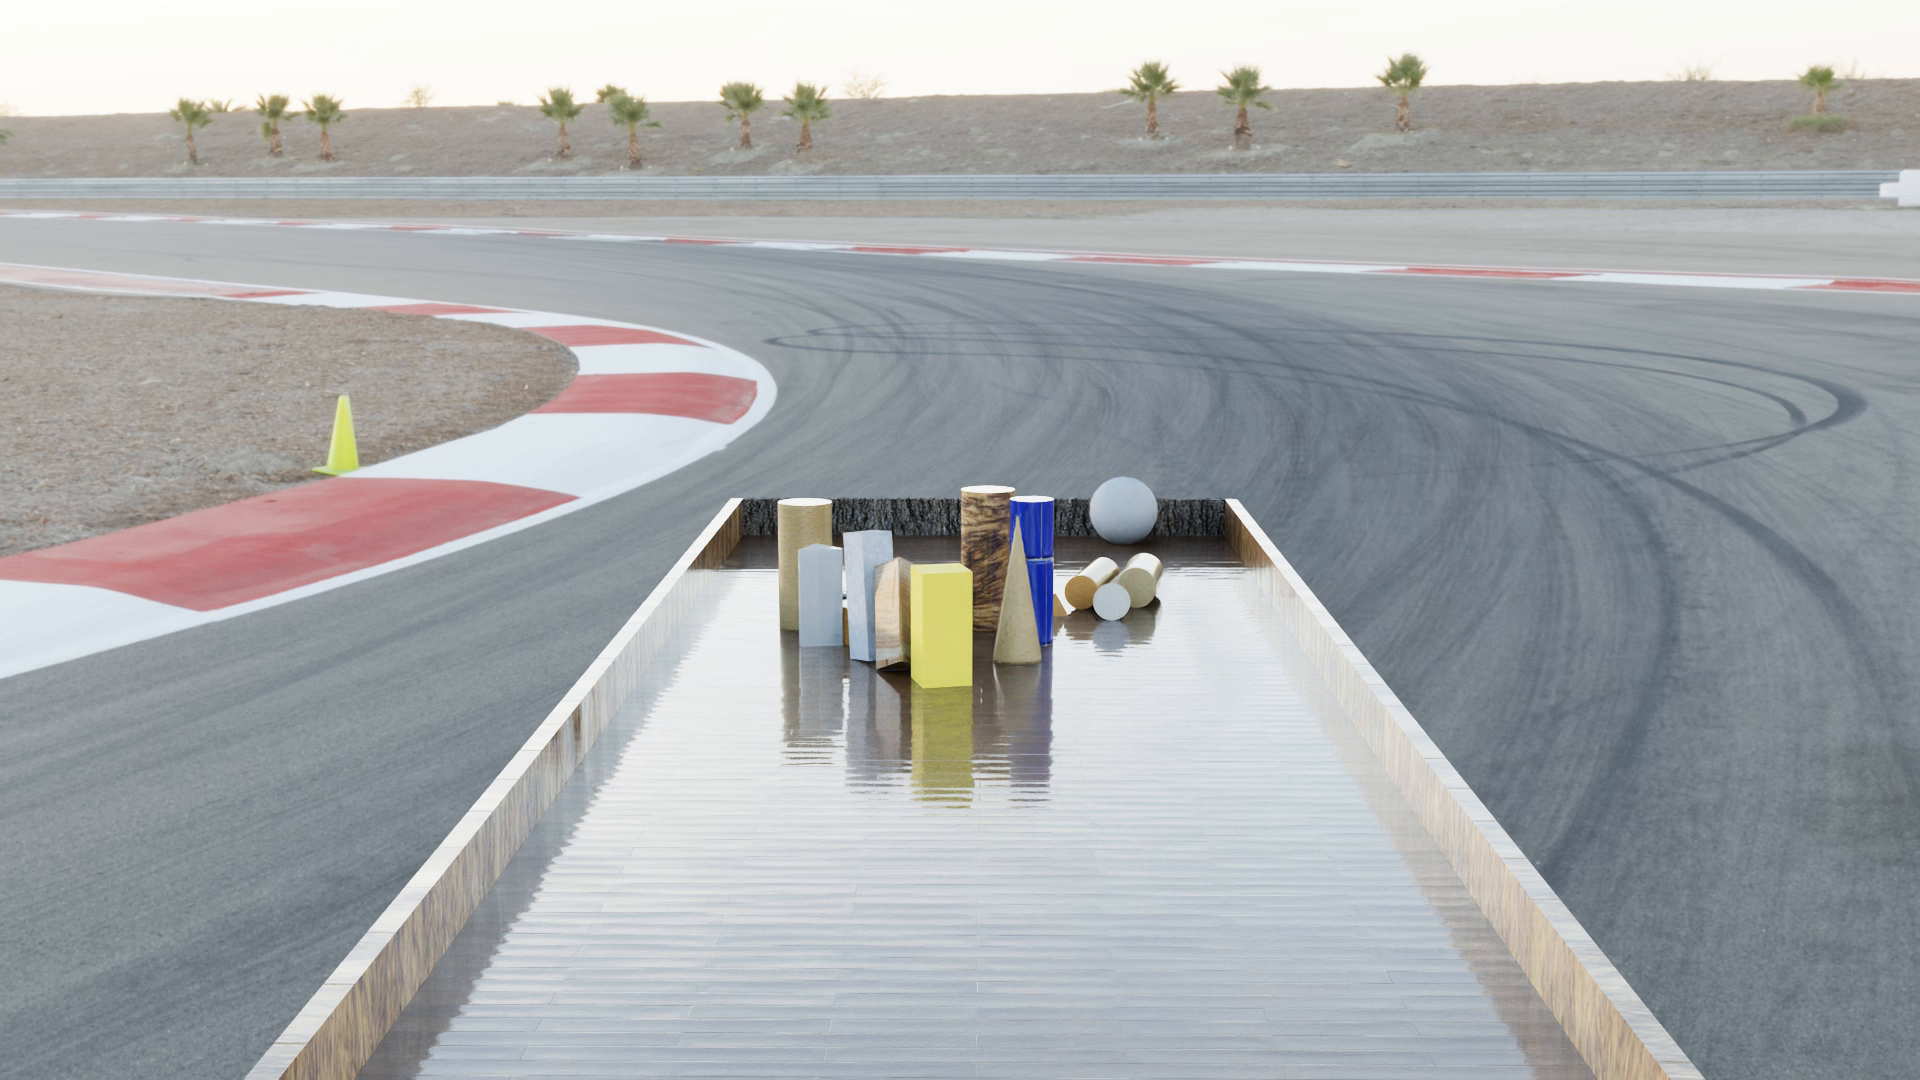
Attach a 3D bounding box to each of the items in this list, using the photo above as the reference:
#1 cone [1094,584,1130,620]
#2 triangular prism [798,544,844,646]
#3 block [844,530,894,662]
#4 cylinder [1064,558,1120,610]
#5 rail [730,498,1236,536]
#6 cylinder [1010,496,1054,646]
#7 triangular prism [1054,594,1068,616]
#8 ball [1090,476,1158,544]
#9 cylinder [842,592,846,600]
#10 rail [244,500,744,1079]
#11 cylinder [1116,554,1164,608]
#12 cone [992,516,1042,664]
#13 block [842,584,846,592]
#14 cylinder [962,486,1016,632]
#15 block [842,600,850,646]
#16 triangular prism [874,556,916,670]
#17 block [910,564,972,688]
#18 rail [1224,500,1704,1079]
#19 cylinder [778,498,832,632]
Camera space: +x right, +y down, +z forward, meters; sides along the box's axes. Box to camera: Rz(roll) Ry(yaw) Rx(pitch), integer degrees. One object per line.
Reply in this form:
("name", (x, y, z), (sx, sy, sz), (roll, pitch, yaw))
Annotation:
("cone", (0.512, 0.201, 7.545), (0.124, 0.124, 0.450), (0, 1, 2))
("triangular prism", (-0.446, 0.172, 6.941), (0.138, 0.308, 0.119), (-2, 9, -11))
("block", (-0.271, 0.167, 6.695), (0.107, 0.386, 0.107), (-6, 5, -34))
("cylinder", (0.464, 0.150, 7.693), (0.117, 0.117, 0.391), (2, 9, 15))
("rail", (0.099, -0.098, 9.147), (2.100, 0.150, 0.050), (0, 9, 1))
("cylinder", (0.225, 0.097, 6.930), (0.139, 0.458, 0.139), (0, 9, 0))
("triangular prism", (0.291, 0.188, 7.565), (0.088, 0.076, 0.362), (-1, 9, -9))
("ball", (0.660, -0.119, 8.884), (0.275, 0.275, 0.275), (0, 9, 0))
("cylinder", (-0.261, 0.244, 7.106), (0.334, 0.115, 0.115), (7, 12, 39))
("rail", (-1.004, 0.839, 3.234), (0.050, 0.150, 12.000), (0, 9, 1))
("cylinder", (0.630, 0.140, 7.688), (0.139, 0.139, 0.318), (2, 9, 10))
("cone", (0.174, 0.139, 6.665), (0.151, 0.457, 0.151), (0, 8, 0))
("block", (-0.381, 0.211, 7.339), (0.312, 0.106, 0.106), (6, 11, 34))
("cylinder", (0.091, 0.061, 7.169), (0.176, 0.456, 0.176), (0, 9, 0))
("block", (-0.240, 0.277, 6.877), (0.120, 0.120, 0.431), (-8, 12, -42))
("triangular prism", (-0.166, 0.226, 6.572), (0.117, 0.317, 0.135), (9, -18, -34))
("block", (-0.054, 0.247, 6.381), (0.147, 0.334, 0.147), (-2, 10, -14))
("rail", (1.046, 0.843, 3.208), (0.050, 0.150, 12.000), (0, 9, 1))
("cylinder", (-0.505, 0.080, 7.187), (0.176, 0.413, 0.176), (0, 9, 0))
